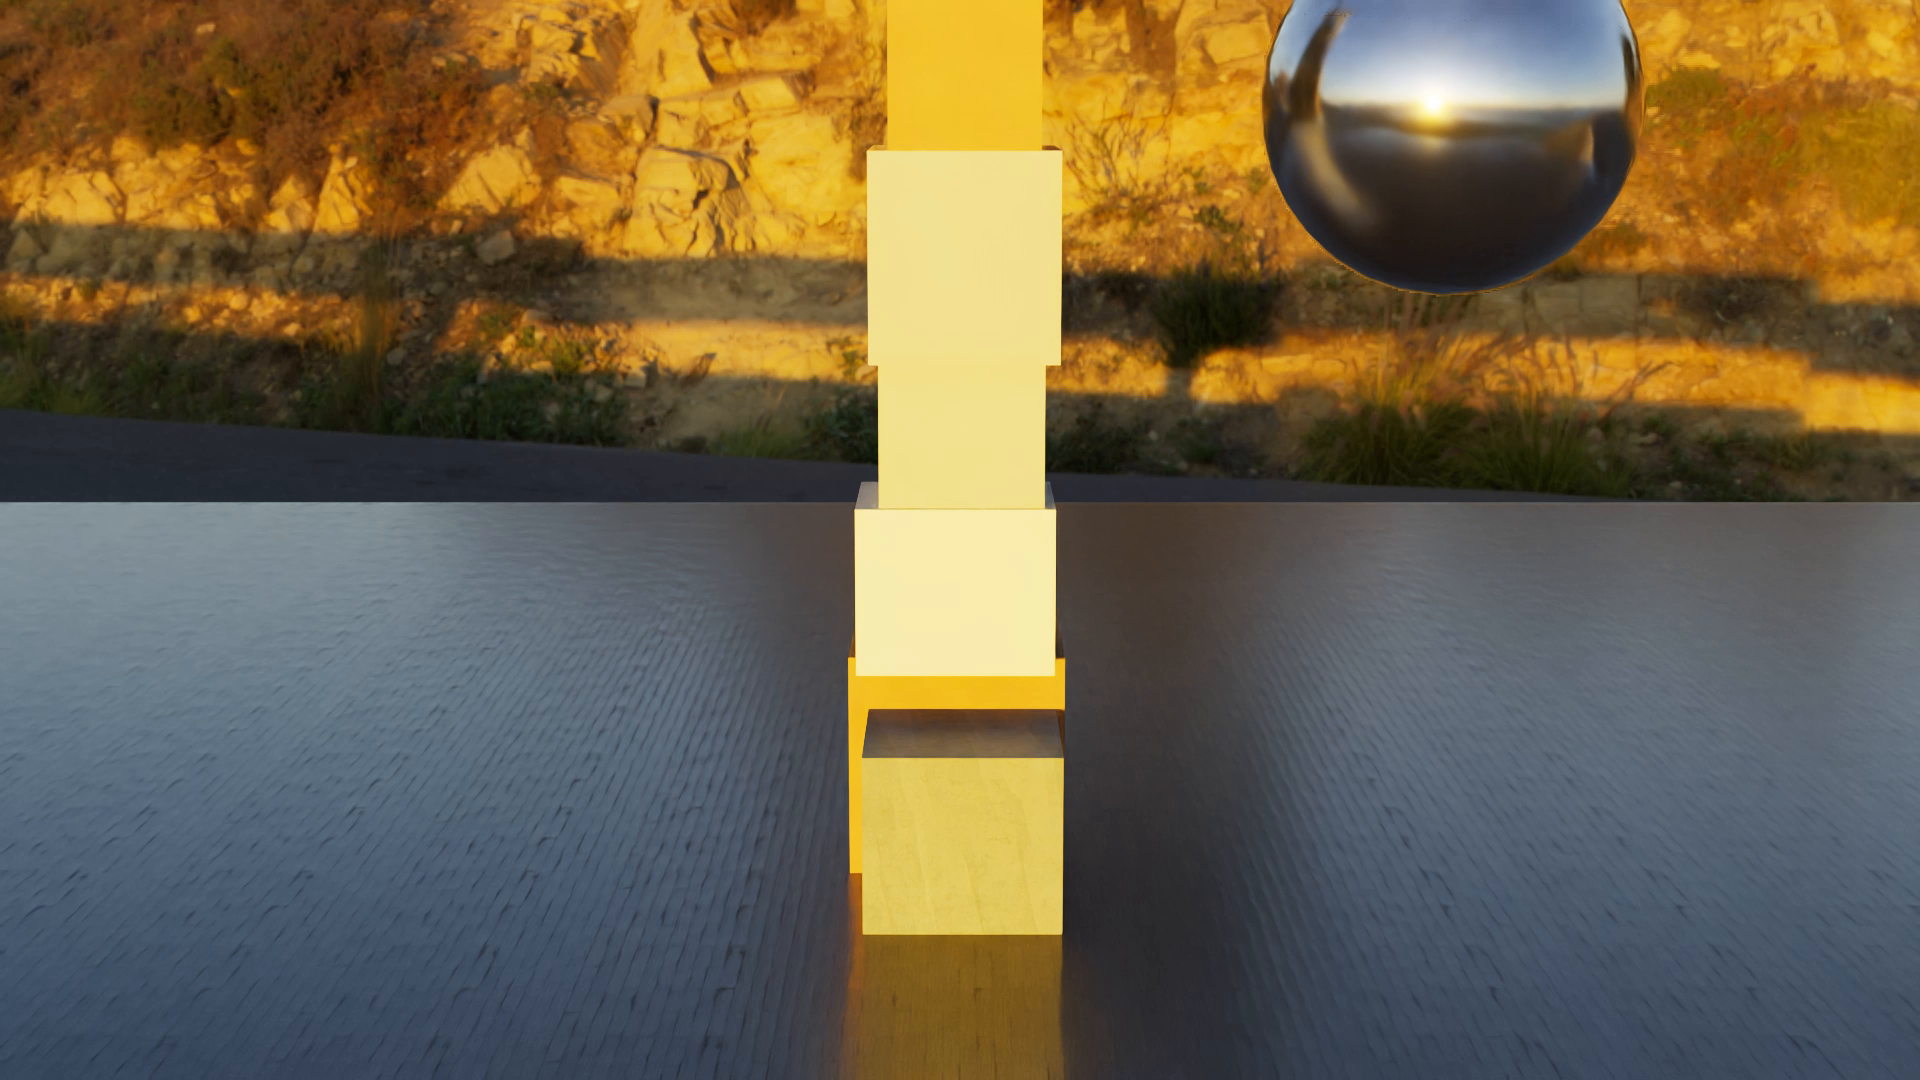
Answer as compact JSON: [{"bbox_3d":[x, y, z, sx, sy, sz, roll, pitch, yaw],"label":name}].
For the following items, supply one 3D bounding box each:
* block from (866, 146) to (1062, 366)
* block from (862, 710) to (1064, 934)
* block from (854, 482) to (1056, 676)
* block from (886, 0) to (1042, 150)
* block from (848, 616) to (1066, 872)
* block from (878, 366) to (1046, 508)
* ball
[{"bbox_3d":[0.019,-1.231,10.957,0.797,0.878,0.837,0,10,0],"label":"block"},{"bbox_3d":[0.010,1.187,10.937,0.824,0.752,0.819,0,10,0],"label":"block"},{"bbox_3d":[-0.019,0.158,11.209,0.845,0.716,0.753,0,10,0],"label":"block"},{"bbox_3d":[0.020,-2.028,10.812,0.634,0.743,0.661,0,10,0],"label":"block"},{"bbox_3d":[-0.015,0.919,11.769,0.950,0.981,0.893,0,10,0],"label":"block"},{"bbox_3d":[0.007,-0.496,11.090,0.698,0.614,0.686,0,10,0],"label":"block"},{"bbox_3d":[2.074,-1.842,10.845,1.600,1.600,1.600,0,10,0],"label":"ball"}]
